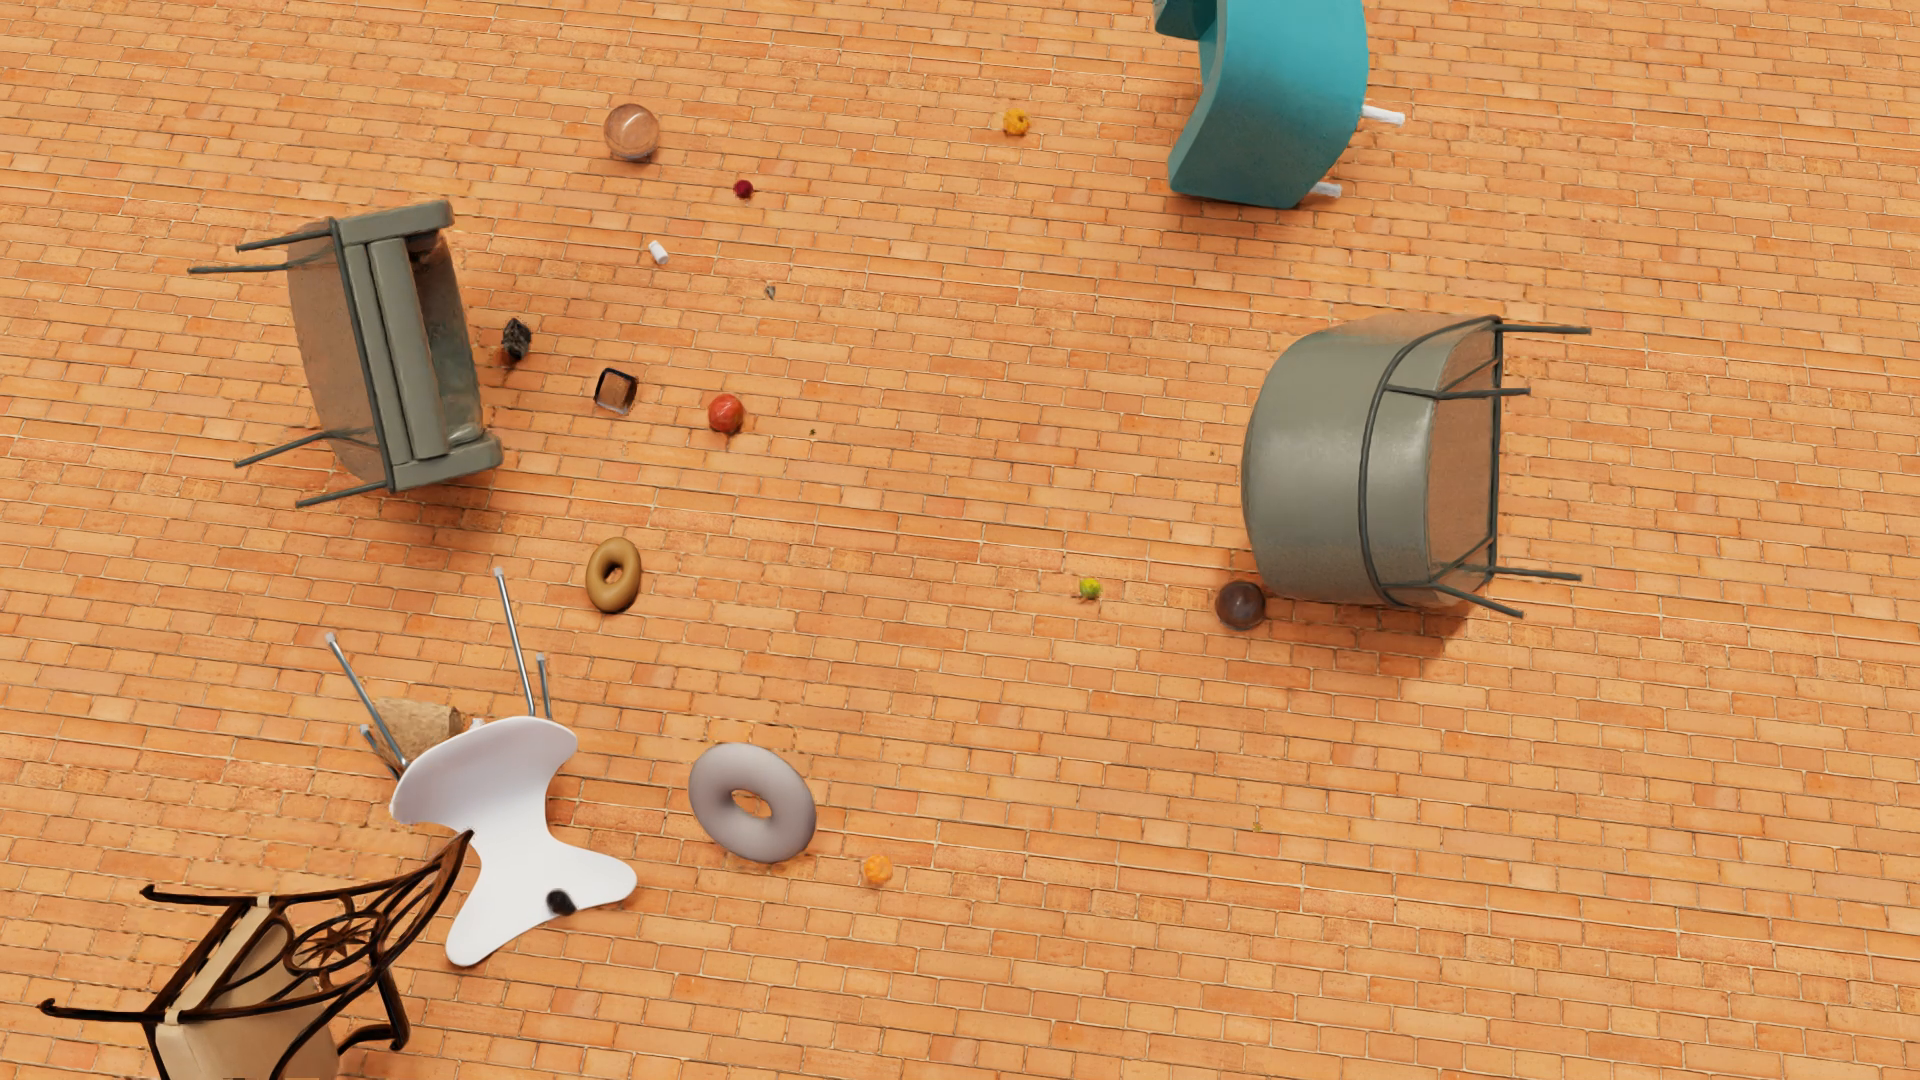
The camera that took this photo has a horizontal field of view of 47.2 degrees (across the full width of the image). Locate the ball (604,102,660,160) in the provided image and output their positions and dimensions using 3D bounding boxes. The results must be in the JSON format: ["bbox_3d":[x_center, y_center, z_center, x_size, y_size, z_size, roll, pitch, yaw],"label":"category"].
[{"bbox_3d":[-1.104,-1.373,7.383,0.186,0.186,0.186,0,56,0],"label":"ball"}]

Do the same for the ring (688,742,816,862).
[{"bbox_3d":[-0.550,0.697,5.814,0.354,0.490,0.092,13,49,9],"label":"ring"}]

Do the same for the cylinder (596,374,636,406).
[{"bbox_3d":[-1.068,-0.463,6.821,0.121,0.046,0.118,-48,25,-13],"label":"cylinder"}]

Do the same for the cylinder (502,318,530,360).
[{"bbox_3d":[-1.395,-0.632,6.914,0.062,0.061,0.116,-6,62,25],"label":"cylinder"}]

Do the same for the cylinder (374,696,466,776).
[{"bbox_3d":[-1.475,0.536,6.003,0.217,0.235,0.094,8,34,10],"label":"cylinder"}]

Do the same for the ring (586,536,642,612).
[{"bbox_3d":[-1.016,0.100,6.455,0.161,0.088,0.249,3,55,4],"label":"ring"}]

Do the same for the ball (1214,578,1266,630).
[{"bbox_3d":[0.809,0.188,6.358,0.150,0.150,0.150,0,56,0],"label":"ball"}]
